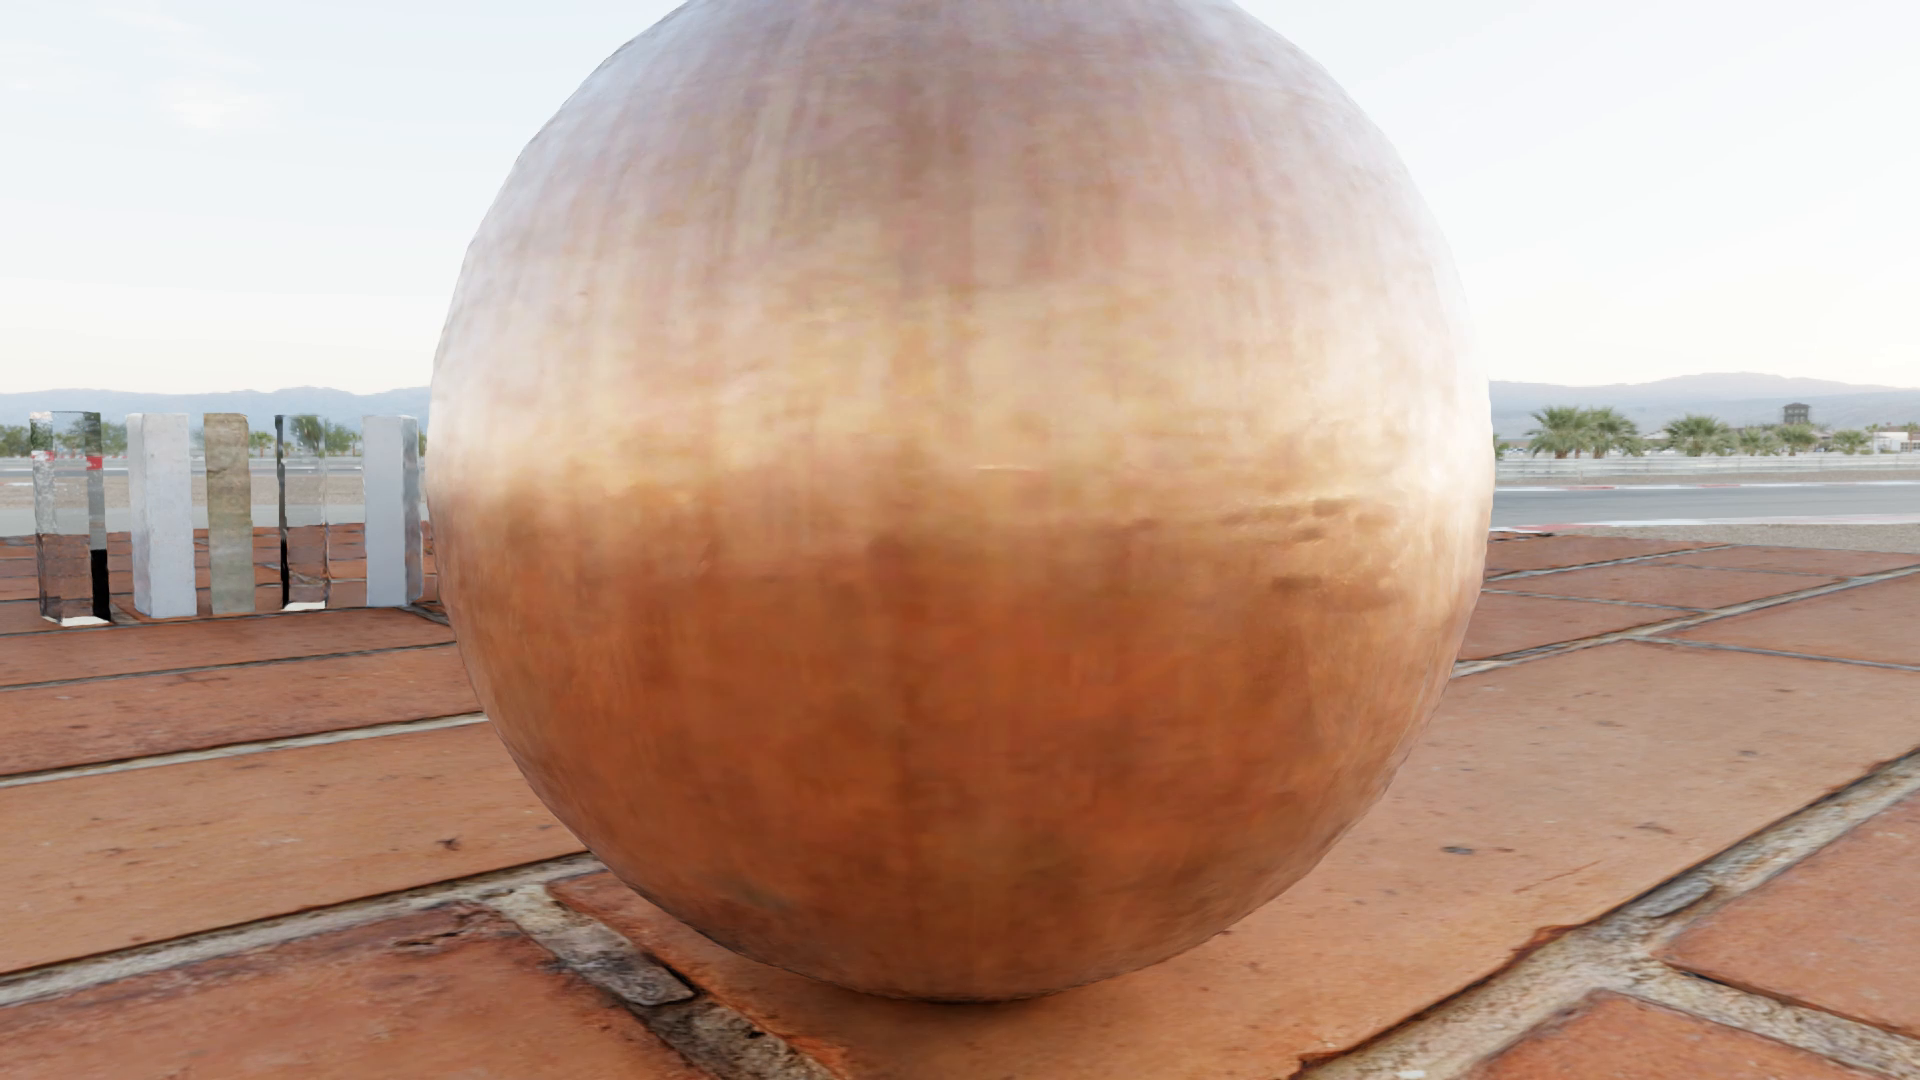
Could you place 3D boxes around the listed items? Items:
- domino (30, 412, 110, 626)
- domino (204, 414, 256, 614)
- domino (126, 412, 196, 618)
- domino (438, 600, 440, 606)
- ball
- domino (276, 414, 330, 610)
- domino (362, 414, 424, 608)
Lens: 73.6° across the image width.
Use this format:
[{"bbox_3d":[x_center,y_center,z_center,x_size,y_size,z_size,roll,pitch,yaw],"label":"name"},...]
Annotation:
[{"bbox_3d":[-0.215,-0.006,0.310,0.025,0.050,0.010,4,6,44],"label":"domino"},{"bbox_3d":[-0.189,-0.007,0.332,0.009,0.050,0.025,-3,5,-31],"label":"domino"},{"bbox_3d":[-0.201,-0.007,0.323,0.010,0.050,0.025,-4,6,-41],"label":"domino"},{"bbox_3d":[-0.134,-0.009,0.349,0.009,0.050,0.025,0,4,-4],"label":"domino"},{"bbox_3d":[0.000,-0.005,0.103,0.080,0.080,0.080,0,4,0],"label":"ball"},{"bbox_3d":[-0.173,-0.008,0.339,0.009,0.050,0.025,-2,5,-23],"label":"domino"},{"bbox_3d":[-0.153,-0.008,0.346,0.009,0.050,0.025,-1,4,-13],"label":"domino"}]
